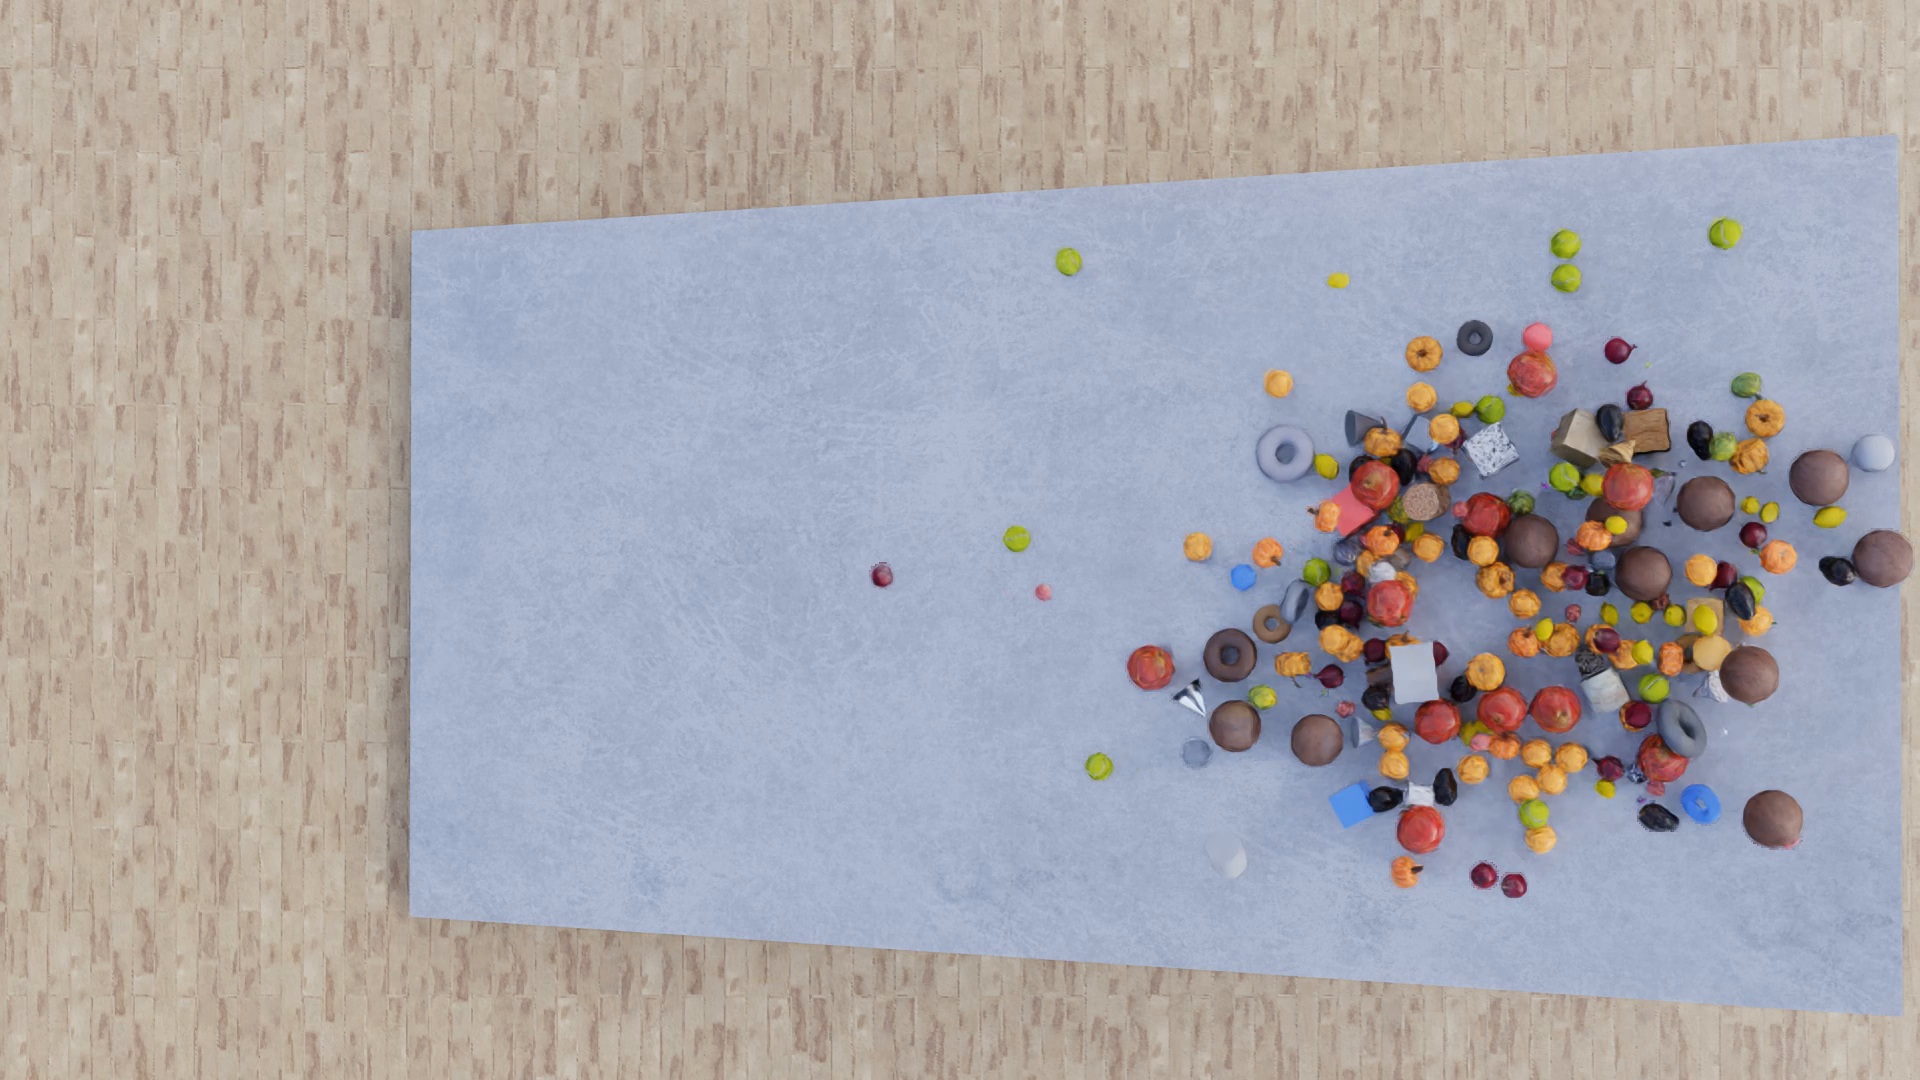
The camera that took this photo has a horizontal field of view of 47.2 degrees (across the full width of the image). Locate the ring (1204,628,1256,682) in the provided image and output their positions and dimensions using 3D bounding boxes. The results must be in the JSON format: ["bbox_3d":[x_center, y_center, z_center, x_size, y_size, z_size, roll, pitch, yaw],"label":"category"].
[{"bbox_3d":[0.676,0.290,5.508,0.137,0.046,0.137,-4,79,21],"label":"ring"}]

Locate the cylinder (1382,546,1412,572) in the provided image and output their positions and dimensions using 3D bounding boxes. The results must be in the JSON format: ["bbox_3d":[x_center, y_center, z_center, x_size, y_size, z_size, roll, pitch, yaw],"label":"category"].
[{"bbox_3d":[1.062,0.049,5.352,0.052,0.052,0.052,16,116,36],"label":"cylinder"}]

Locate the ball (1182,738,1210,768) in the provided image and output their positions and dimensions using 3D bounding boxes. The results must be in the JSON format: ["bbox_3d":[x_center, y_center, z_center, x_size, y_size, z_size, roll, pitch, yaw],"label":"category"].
[{"bbox_3d":[0.594,0.535,5.528,0.073,0.073,0.073,0,89,0],"label":"ball"}]

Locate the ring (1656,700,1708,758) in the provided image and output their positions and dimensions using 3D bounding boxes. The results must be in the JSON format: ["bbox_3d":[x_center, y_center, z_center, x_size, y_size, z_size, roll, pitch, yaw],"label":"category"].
[{"bbox_3d":[1.664,0.436,5.073,0.145,0.145,0.048,49,131,1],"label":"ring"}]

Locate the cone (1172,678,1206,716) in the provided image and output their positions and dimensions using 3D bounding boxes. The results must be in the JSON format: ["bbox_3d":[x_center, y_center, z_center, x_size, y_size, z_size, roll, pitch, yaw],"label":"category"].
[{"bbox_3d":[0.586,0.404,5.477,0.087,0.087,0.087,-37,82,0],"label":"cone"}]

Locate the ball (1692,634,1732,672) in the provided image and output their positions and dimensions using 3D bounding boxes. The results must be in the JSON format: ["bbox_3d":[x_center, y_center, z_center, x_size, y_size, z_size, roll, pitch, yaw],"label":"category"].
[{"bbox_3d":[1.726,0.258,5.048,0.087,0.087,0.087,0,89,0],"label":"ball"}]

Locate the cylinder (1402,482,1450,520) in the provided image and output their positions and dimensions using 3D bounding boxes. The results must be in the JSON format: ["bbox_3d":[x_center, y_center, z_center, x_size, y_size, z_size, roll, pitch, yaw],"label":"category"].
[{"bbox_3d":[1.128,-0.094,5.314,0.089,0.089,0.089,3,97,31],"label":"cylinder"}]

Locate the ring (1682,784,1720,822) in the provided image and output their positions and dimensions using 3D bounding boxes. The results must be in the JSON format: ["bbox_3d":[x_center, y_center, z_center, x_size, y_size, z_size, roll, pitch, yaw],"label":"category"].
[{"bbox_3d":[1.718,0.611,5.097,0.032,0.097,0.097,-25,89,-34],"label":"ring"}]

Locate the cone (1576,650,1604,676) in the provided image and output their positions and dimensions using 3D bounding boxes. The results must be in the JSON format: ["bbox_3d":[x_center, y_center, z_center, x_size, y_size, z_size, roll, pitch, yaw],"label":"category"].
[{"bbox_3d":[1.481,0.304,5.206,0.065,0.065,0.065,1,54,-2],"label":"cone"}]

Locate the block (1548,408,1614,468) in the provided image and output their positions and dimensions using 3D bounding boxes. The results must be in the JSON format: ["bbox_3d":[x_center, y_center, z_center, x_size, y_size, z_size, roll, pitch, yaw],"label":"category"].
[{"bbox_3d":[1.459,-0.239,5.165,0.095,0.095,0.095,24,78,-2],"label":"block"}]

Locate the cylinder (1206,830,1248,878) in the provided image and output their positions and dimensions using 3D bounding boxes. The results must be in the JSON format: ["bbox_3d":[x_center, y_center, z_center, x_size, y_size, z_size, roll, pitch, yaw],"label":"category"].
[{"bbox_3d":[0.661,0.780,5.449,0.087,0.087,0.087,-10,52,13],"label":"cylinder"}]

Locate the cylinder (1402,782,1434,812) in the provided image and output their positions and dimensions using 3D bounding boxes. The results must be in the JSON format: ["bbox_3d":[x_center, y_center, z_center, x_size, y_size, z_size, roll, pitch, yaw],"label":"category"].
[{"bbox_3d":[1.100,0.616,5.275,0.060,0.060,0.060,10,89,-1],"label":"cylinder"}]

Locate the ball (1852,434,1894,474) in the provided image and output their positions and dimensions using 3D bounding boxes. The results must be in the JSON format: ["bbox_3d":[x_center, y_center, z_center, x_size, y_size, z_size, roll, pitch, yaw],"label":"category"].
[{"bbox_3d":[2.062,-0.196,4.965,0.090,0.090,0.090,0,89,0],"label":"ball"}]

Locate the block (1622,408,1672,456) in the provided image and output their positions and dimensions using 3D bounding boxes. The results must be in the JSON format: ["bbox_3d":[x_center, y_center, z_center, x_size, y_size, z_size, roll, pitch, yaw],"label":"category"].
[{"bbox_3d":[1.605,-0.252,5.138,0.096,0.096,0.096,-7,87,21],"label":"block"}]

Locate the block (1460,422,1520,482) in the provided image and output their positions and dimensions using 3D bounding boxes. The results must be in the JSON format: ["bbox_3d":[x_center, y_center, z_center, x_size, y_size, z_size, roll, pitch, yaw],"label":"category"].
[{"bbox_3d":[1.249,-0.208,5.184,0.096,0.096,0.096,-31,81,7],"label":"block"}]

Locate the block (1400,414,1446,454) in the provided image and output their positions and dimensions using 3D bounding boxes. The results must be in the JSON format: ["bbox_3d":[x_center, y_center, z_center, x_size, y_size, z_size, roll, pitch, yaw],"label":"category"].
[{"bbox_3d":[1.124,-0.257,5.334,0.071,0.071,0.071,32,100,22],"label":"block"}]

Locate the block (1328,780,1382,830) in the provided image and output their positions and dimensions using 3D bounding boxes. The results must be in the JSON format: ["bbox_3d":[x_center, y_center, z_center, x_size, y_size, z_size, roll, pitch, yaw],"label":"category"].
[{"bbox_3d":[0.966,0.646,5.378,0.084,0.084,0.084,-31,79,19],"label":"block"}]

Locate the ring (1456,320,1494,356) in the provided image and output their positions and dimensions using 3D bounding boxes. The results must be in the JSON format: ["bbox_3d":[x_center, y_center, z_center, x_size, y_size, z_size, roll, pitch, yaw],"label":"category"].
[{"bbox_3d":[1.244,-0.487,5.316,0.087,0.029,0.087,0,90,21],"label":"ring"}]

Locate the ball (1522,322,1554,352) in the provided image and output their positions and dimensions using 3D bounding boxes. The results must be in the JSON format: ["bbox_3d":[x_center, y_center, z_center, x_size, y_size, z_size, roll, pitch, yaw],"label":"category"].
[{"bbox_3d":[1.378,-0.482,5.242,0.070,0.070,0.070,0,89,0],"label":"ball"}]

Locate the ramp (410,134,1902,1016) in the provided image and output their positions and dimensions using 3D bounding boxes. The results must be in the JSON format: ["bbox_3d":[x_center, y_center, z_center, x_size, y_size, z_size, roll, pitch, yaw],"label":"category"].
[{"bbox_3d":[0.282,0.088,5.747,4.000,0.100,2.000,0,89,21],"label":"ramp"}]

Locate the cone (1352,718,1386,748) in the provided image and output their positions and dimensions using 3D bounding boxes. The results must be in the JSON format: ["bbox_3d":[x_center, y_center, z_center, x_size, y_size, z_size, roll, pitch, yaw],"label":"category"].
[{"bbox_3d":[1.008,0.473,5.391,0.077,0.077,0.077,2,89,-5],"label":"cone"}]

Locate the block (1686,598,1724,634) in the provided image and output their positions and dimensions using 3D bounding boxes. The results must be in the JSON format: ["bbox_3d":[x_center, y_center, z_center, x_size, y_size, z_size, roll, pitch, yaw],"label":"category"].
[{"bbox_3d":[1.727,0.175,5.095,0.079,0.079,0.079,3,90,21],"label":"block"}]

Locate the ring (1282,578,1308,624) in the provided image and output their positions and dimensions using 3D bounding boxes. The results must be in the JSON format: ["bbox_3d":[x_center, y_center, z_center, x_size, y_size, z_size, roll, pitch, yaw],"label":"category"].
[{"bbox_3d":[0.826,0.151,5.424,0.038,0.114,0.114,10,89,32],"label":"ring"}]

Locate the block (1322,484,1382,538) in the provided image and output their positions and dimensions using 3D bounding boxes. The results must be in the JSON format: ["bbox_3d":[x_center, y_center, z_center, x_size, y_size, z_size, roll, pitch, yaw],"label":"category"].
[{"bbox_3d":[0.959,-0.072,5.385,0.094,0.094,0.094,-37,77,17],"label":"block"}]

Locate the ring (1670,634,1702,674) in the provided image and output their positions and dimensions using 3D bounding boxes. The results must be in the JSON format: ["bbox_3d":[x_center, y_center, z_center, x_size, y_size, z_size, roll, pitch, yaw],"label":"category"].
[{"bbox_3d":[1.703,0.265,5.124,0.094,0.031,0.094,1,91,32],"label":"ring"}]

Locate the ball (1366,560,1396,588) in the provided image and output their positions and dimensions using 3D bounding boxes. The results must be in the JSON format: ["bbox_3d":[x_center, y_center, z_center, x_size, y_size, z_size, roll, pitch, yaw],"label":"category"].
[{"bbox_3d":[1.018,0.083,5.318,0.067,0.067,0.067,0,89,0],"label":"ball"}]

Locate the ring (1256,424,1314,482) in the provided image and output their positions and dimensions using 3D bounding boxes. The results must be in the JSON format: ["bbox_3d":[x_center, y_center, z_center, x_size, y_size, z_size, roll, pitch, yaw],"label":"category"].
[{"bbox_3d":[0.808,-0.215,5.470,0.146,0.049,0.146,0,90,20],"label":"ring"}]

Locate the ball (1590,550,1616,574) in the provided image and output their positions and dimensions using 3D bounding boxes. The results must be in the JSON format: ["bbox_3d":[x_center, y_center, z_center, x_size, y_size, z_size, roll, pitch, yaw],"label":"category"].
[{"bbox_3d":[1.516,0.051,5.189,0.058,0.058,0.058,0,89,0],"label":"ball"}]

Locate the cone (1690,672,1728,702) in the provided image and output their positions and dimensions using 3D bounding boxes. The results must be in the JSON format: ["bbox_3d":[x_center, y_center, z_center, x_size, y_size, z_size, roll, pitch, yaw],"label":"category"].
[{"bbox_3d":[1.731,0.351,5.114,0.078,0.078,0.078,18,61,-35],"label":"cone"}]

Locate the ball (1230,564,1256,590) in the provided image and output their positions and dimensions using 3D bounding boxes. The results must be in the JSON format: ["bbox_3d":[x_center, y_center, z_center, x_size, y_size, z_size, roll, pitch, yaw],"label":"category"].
[{"bbox_3d":[0.708,0.093,5.495,0.065,0.065,0.065,0,89,0],"label":"ball"}]

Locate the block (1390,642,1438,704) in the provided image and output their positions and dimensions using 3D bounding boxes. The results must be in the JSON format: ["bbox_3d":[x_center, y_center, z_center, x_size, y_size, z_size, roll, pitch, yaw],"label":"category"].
[{"bbox_3d":[1.079,0.317,5.222,0.100,0.100,0.100,-7,55,11],"label":"block"}]

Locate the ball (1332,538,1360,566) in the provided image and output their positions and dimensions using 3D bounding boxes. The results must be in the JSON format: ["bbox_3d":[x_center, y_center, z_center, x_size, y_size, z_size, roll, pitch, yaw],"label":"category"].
[{"bbox_3d":[0.948,0.030,5.402,0.067,0.067,0.067,0,89,0],"label":"ball"}]

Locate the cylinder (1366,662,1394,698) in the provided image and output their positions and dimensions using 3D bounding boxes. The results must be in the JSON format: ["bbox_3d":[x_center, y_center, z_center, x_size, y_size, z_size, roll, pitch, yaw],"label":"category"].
[{"bbox_3d":[1.038,0.341,5.361,0.073,0.073,0.073,-22,89,19],"label":"cylinder"}]

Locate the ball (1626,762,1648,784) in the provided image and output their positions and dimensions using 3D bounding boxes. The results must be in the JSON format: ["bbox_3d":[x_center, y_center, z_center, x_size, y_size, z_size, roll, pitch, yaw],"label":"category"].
[{"bbox_3d":[1.589,0.546,5.158,0.050,0.050,0.050,0,89,0],"label":"ball"}]

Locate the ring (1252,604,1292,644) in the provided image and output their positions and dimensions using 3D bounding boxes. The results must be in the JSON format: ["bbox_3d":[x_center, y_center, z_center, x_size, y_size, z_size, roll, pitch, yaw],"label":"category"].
[{"bbox_3d":[0.778,0.209,5.484,0.098,0.033,0.098,0,89,21],"label":"ring"}]
